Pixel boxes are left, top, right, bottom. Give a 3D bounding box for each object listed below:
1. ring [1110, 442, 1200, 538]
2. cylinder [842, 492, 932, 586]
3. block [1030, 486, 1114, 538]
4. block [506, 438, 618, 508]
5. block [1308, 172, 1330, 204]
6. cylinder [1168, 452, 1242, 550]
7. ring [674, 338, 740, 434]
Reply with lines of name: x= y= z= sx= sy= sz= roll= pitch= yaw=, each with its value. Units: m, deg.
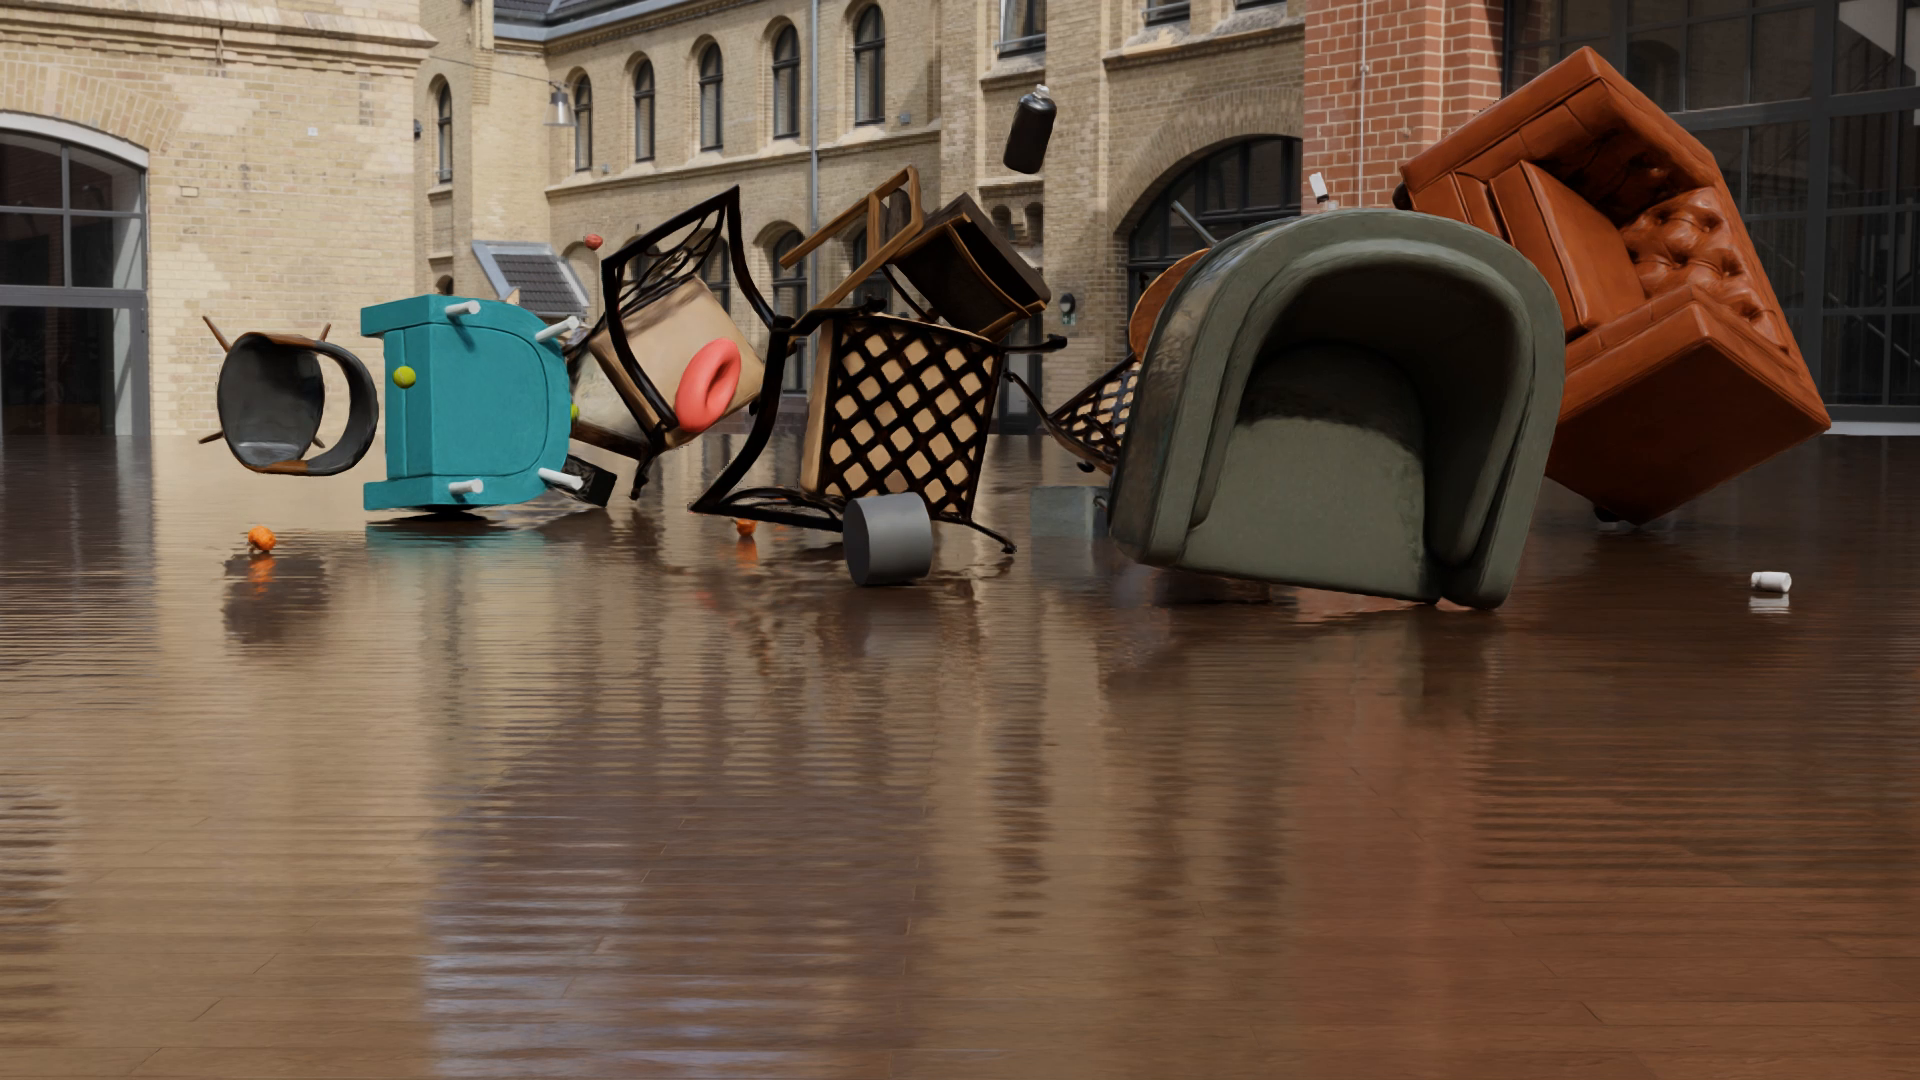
ring: x=0.581 y=-0.146 z=6.484 sx=0.301 sy=0.283 sz=0.087 roll=15 pitch=2 yaw=25
cylinder: x=-0.167 y=-0.002 z=5.030 sx=0.149 sy=0.197 sz=0.205 roll=-7 pitch=-35 yaw=-20
block: x=0.346 y=-0.089 z=6.753 sx=0.213 sy=0.149 sz=0.146 roll=3 pitch=5 yaw=40
block: x=-1.501 y=-0.252 z=8.295 sx=0.302 sy=0.133 sz=0.264 roll=26 pitch=-7 yaw=-39
block: x=0.976 y=-0.958 z=5.979 sx=0.033 sy=0.078 sz=0.028 roll=-18 pitch=-31 yaw=8
cylinder: x=0.649 y=-0.103 z=5.828 sx=0.110 sy=0.228 sz=0.197 roll=32 pitch=44 yaw=2
ring: x=-0.920 y=-0.564 z=8.032 sx=0.123 sy=0.400 sz=0.211 roll=8 pitch=-28 yaw=31
